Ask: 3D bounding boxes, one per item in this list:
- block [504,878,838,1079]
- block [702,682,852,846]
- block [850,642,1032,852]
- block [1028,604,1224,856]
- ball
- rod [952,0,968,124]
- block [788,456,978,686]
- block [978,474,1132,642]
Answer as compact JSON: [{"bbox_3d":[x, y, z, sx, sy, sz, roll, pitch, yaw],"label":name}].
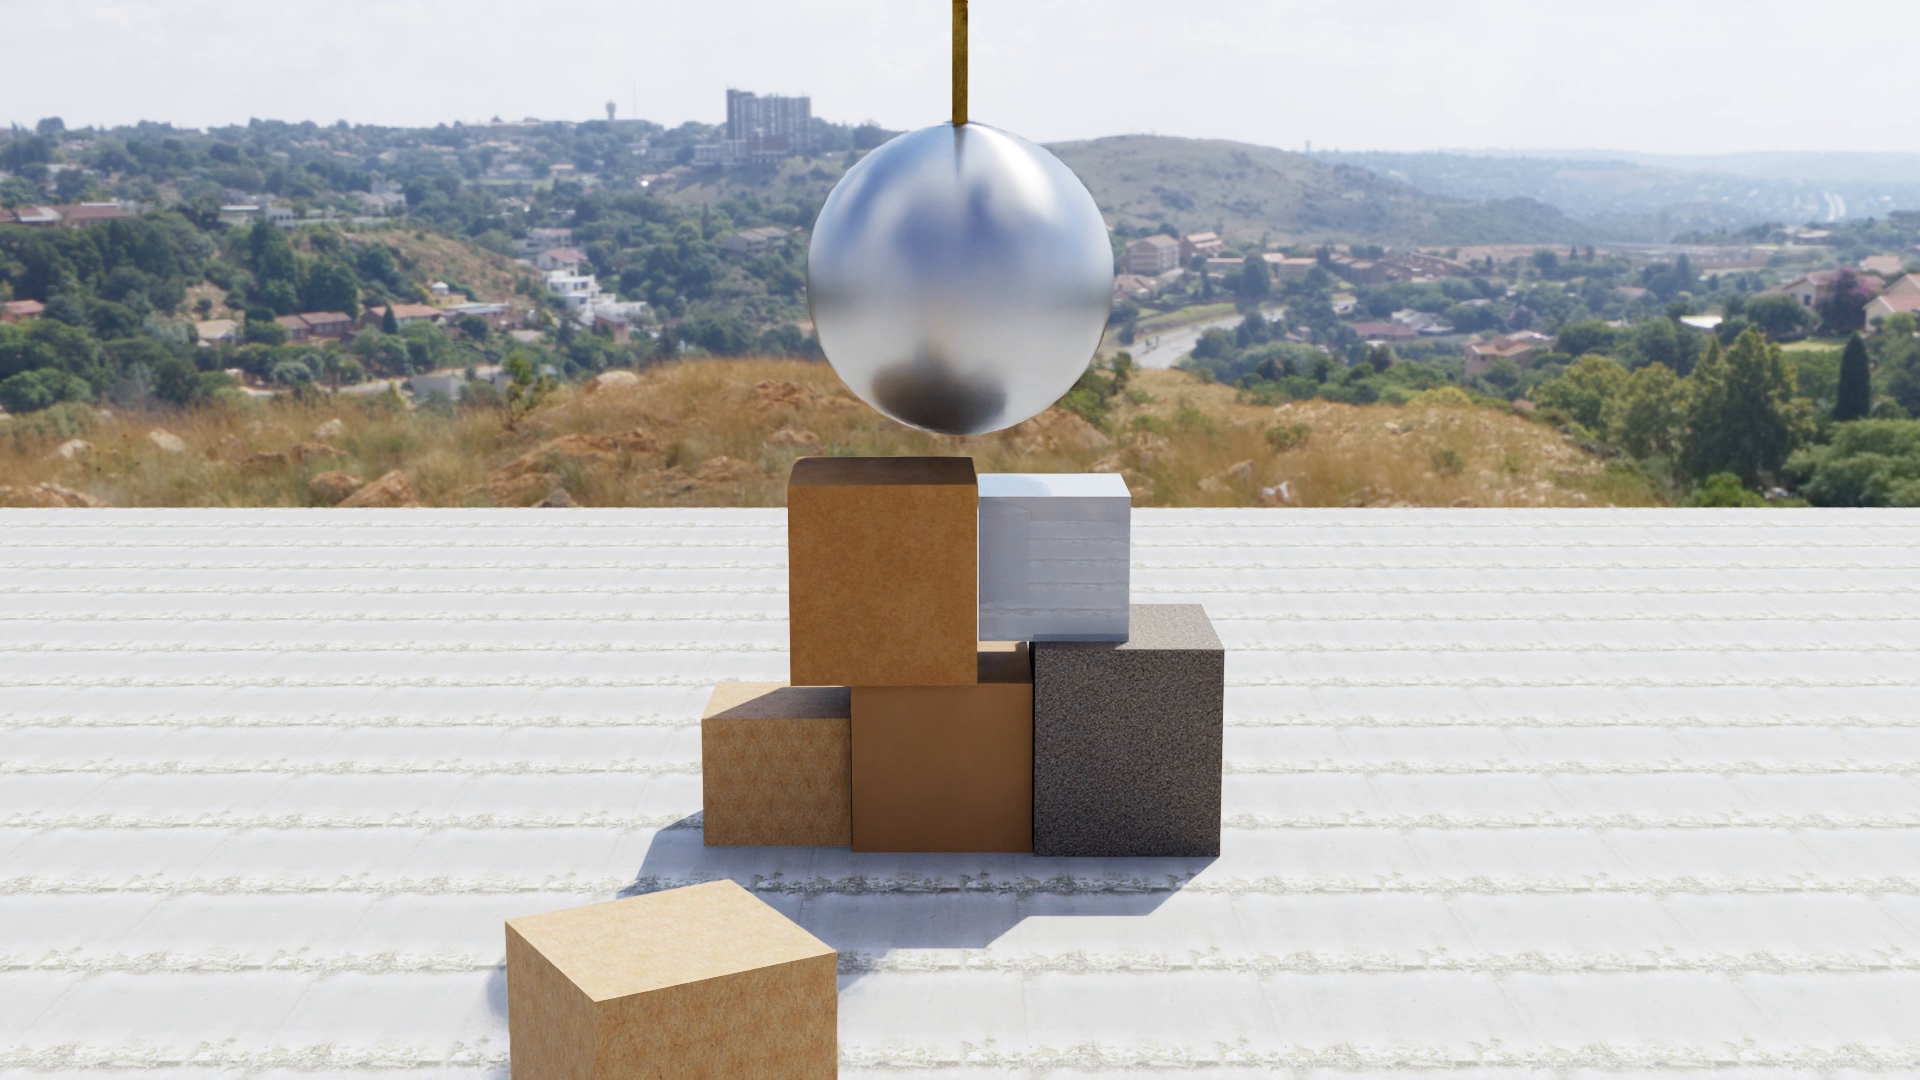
[{"bbox_3d":[-0.995,1.758,7.551,0.852,0.839,0.853,-6,12,-30],"label":"block"},{"bbox_3d":[-0.919,1.148,11.403,0.744,0.661,0.763,0,10,0],"label":"block"},{"bbox_3d":[-0.090,1.051,11.360,0.895,0.868,0.923,0,10,0],"label":"block"},{"bbox_3d":[0.830,0.957,11.348,0.923,1.057,1.072,0,10,0],"label":"block"},{"bbox_3d":[0.000,-1.341,11.355,1.600,1.600,1.600,0,10,0],"label":"ball"},{"bbox_3d":[0.000,-4.637,10.519,0.080,5.200,0.080,0,14,0],"label":"rod"},{"bbox_3d":[-0.385,0.138,11.173,0.917,0.995,0.968,0,10,-1],"label":"block"},{"bbox_3d":[0.464,0.078,11.194,0.745,0.728,0.740,0,10,0],"label":"block"}]
